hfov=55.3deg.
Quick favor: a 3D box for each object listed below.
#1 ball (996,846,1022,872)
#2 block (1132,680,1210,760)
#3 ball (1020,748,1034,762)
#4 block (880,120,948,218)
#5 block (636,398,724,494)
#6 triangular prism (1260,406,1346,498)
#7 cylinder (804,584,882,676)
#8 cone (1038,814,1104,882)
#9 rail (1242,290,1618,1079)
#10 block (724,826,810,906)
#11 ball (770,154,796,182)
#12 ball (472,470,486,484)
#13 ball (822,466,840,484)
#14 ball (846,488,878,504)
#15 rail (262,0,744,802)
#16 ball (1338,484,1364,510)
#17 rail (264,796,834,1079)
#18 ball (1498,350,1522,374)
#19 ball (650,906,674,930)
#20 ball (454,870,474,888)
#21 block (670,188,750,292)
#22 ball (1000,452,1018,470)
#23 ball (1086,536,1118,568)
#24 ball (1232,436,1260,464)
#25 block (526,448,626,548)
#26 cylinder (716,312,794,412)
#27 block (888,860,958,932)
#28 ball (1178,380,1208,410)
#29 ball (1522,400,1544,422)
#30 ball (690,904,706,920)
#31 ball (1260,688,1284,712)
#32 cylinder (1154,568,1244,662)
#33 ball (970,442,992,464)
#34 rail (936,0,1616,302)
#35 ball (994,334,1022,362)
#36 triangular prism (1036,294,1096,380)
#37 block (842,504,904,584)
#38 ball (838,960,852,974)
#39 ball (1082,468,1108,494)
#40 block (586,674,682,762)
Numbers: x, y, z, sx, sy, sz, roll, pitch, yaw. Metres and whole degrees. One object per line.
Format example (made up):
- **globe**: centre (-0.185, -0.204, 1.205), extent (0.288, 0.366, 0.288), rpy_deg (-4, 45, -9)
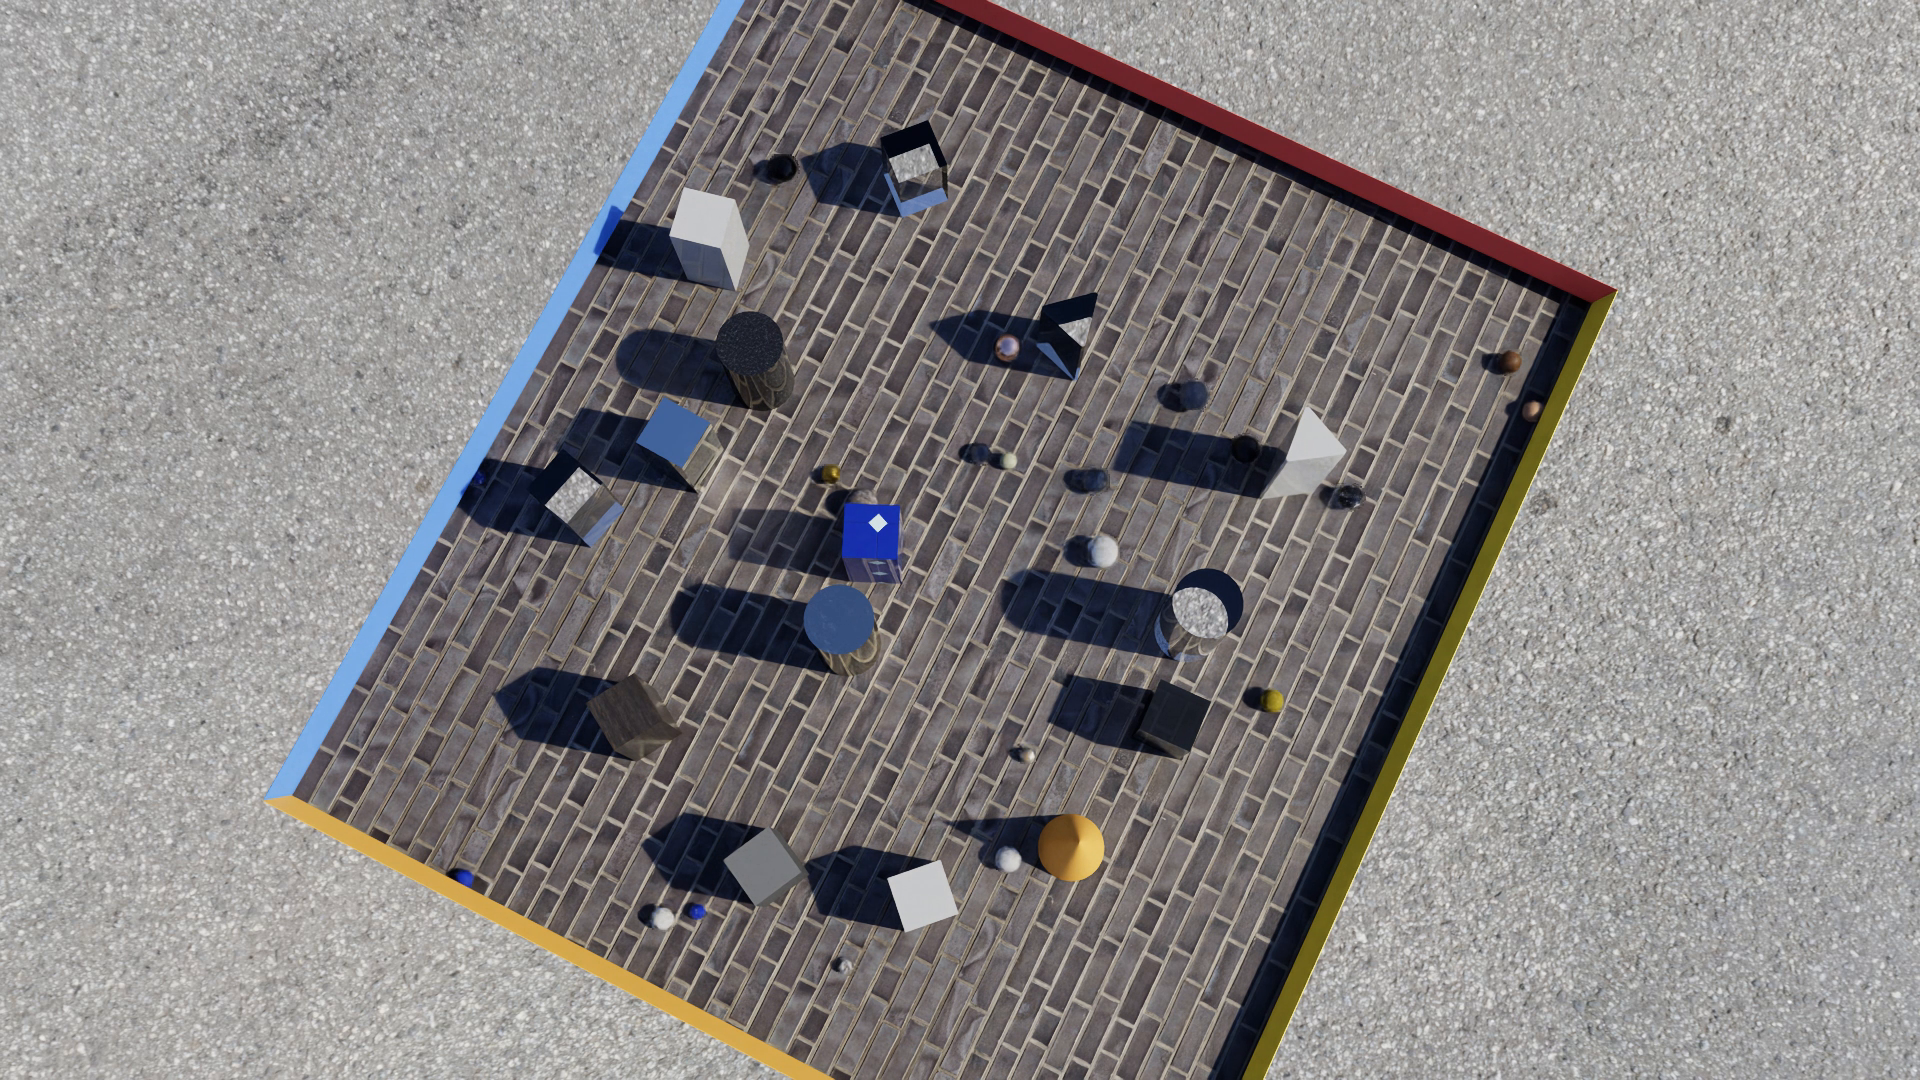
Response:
- **ball**: centre (0.142, 0.937, 5.383), extent (0.077, 0.077, 0.077), rpy_deg (0, 78, 0)
- **block**: centre (0.616, 0.528, 5.373), extent (0.158, 0.263, 0.158), rpy_deg (24, 79, 5)
- **ball**: centre (0.198, 0.641, 5.461), extent (0.044, 0.044, 0.044), rpy_deg (0, 78, 0)
- **block**: centre (-0.141, -1.154, 5.712), extent (0.158, 0.282, 0.158), rpy_deg (-21, 79, -4)
- **block**: centre (-0.837, -0.281, 5.507), extent (0.158, 0.328, 0.158), rpy_deg (29, 80, 6)
- **triangular prism**: centre (0.997, -0.260, 5.429), extent (0.171, 0.474, 0.148), rpy_deg (-8, 78, -2)
- **cylinder**: centre (-0.337, 0.268, 5.324), extent (0.197, 0.465, 0.197), rpy_deg (0, 78, 0)
- **cone**: centre (0.329, 0.870, 5.233), extent (0.197, 0.399, 0.197), rpy_deg (0, 78, 0)
- **rail**: centre (1.290, 0.638, 5.418), extent (0.045, 0.128, 3.212), rpy_deg (26, 80, 5)
- **block**: centre (-0.554, 0.942, 5.271), extent (0.158, 0.296, 0.158), rpy_deg (-36, 81, -7)
- **ball**: centre (-0.561, -1.178, 5.816), extent (0.087, 0.087, 0.087), rpy_deg (0, 78, 0)
- **ball**: centre (-1.480, -0.194, 5.634), extent (0.045, 0.045, 0.045), rpy_deg (0, 78, 0)
- **ball**: centre (-0.396, -0.201, 5.628), extent (0.058, 0.058, 0.058), rpy_deg (0, 78, 0)
- **ball**: centre (-0.299, -0.108, 5.589), extent (0.099, 0.099, 0.099), rpy_deg (0, 78, 0)
- **rail**: centre (-1.290, -0.625, 5.679), extent (0.045, 0.128, 3.212), rpy_deg (26, 80, 5)
- **ball**: centre (1.195, -0.132, 5.605), extent (0.075, 0.075, 0.075), rpy_deg (0, 78, 0)
- **rail**: centre (-0.708, 1.393, 5.262), extent (2.932, 0.128, 0.045), rpy_deg (26, 80, 5)
- **ball**: centre (1.710, -0.553, 5.696), extent (0.069, 0.069, 0.069), rpy_deg (0, 78, 0)
- **ball**: centre (-0.870, 1.106, 5.353), extent (0.067, 0.067, 0.067), rpy_deg (0, 78, 0)
- **ball**: centre (-1.456, 0.997, 5.382), extent (0.056, 0.056, 0.056), rpy_deg (0, 78, 0)
- **block**: centre (-0.763, -0.916, 5.612), extent (0.158, 0.380, 0.158), rpy_deg (14, 79, 3)
- **ball**: centre (0.148, -0.244, 5.639), extent (0.055, 0.055, 0.055), rpy_deg (0, 78, 0)
- **ball**: centre (0.430, 0.036, 5.559), extent (0.098, 0.098, 0.098), rpy_deg (0, 78, 0)
- **ball**: centre (0.877, -0.278, 5.629), extent (0.088, 0.088, 0.088), rpy_deg (0, 78, 0)
- **block**: centre (-1.140, -0.121, 5.461), extent (0.158, 0.354, 0.158), rpy_deg (39, 81, 7)
- **cylinder**: centre (-0.614, -0.536, 5.534), extent (0.197, 0.380, 0.197), rpy_deg (0, 78, 0)
- **block**: centre (-0.104, 1.025, 5.266), extent (0.158, 0.272, 0.158), rpy_deg (-19, 79, -4)
- **ball**: centre (0.722, -0.446, 5.661), extent (0.094, 0.094, 0.094), rpy_deg (0, 78, 0)
- **ball**: centre (1.772, -0.397, 5.664), extent (0.068, 0.068, 0.068), rpy_deg (0, 78, 0)
- **ball**: centre (-0.768, 1.089, 5.368), extent (0.046, 0.046, 0.046), rpy_deg (0, 78, 0)
- **ball**: centre (0.932, 0.480, 5.482), extent (0.070, 0.070, 0.070), rpy_deg (0, 78, 0)
- **cylinder**: centre (0.688, 0.224, 5.322), extent (0.197, 0.487, 0.197), rpy_deg (0, 78, 0)
- **ball**: centre (0.065, -0.267, 5.640), extent (0.063, 0.063, 0.063), rpy_deg (0, 78, 0)
- **rail**: centre (0.708, -1.379, 5.836), extent (2.932, 0.128, 0.045), rpy_deg (26, 80, 5)
- **ball**: centre (0.149, -0.597, 5.696), extent (0.087, 0.087, 0.087), rpy_deg (0, 78, 0)
- **triangular prism**: centre (0.353, -0.642, 5.569), extent (0.171, 0.353, 0.148), rpy_deg (44, 82, 8)
- **block**: centre (-0.254, 0.014, 5.416), extent (0.158, 0.388, 0.158), rpy_deg (2, 78, 0)
- **ball**: centre (-0.335, 1.243, 5.339), extent (0.041, 0.041, 0.041), rpy_deg (0, 78, 0)
- **ball**: centre (0.413, -0.182, 5.613), extent (0.080, 0.080, 0.080), rpy_deg (0, 78, 0)
- **block**: centre (-0.942, 0.519, 5.318), extent (0.158, 0.374, 0.158), rpy_deg (-32, 80, -6)
